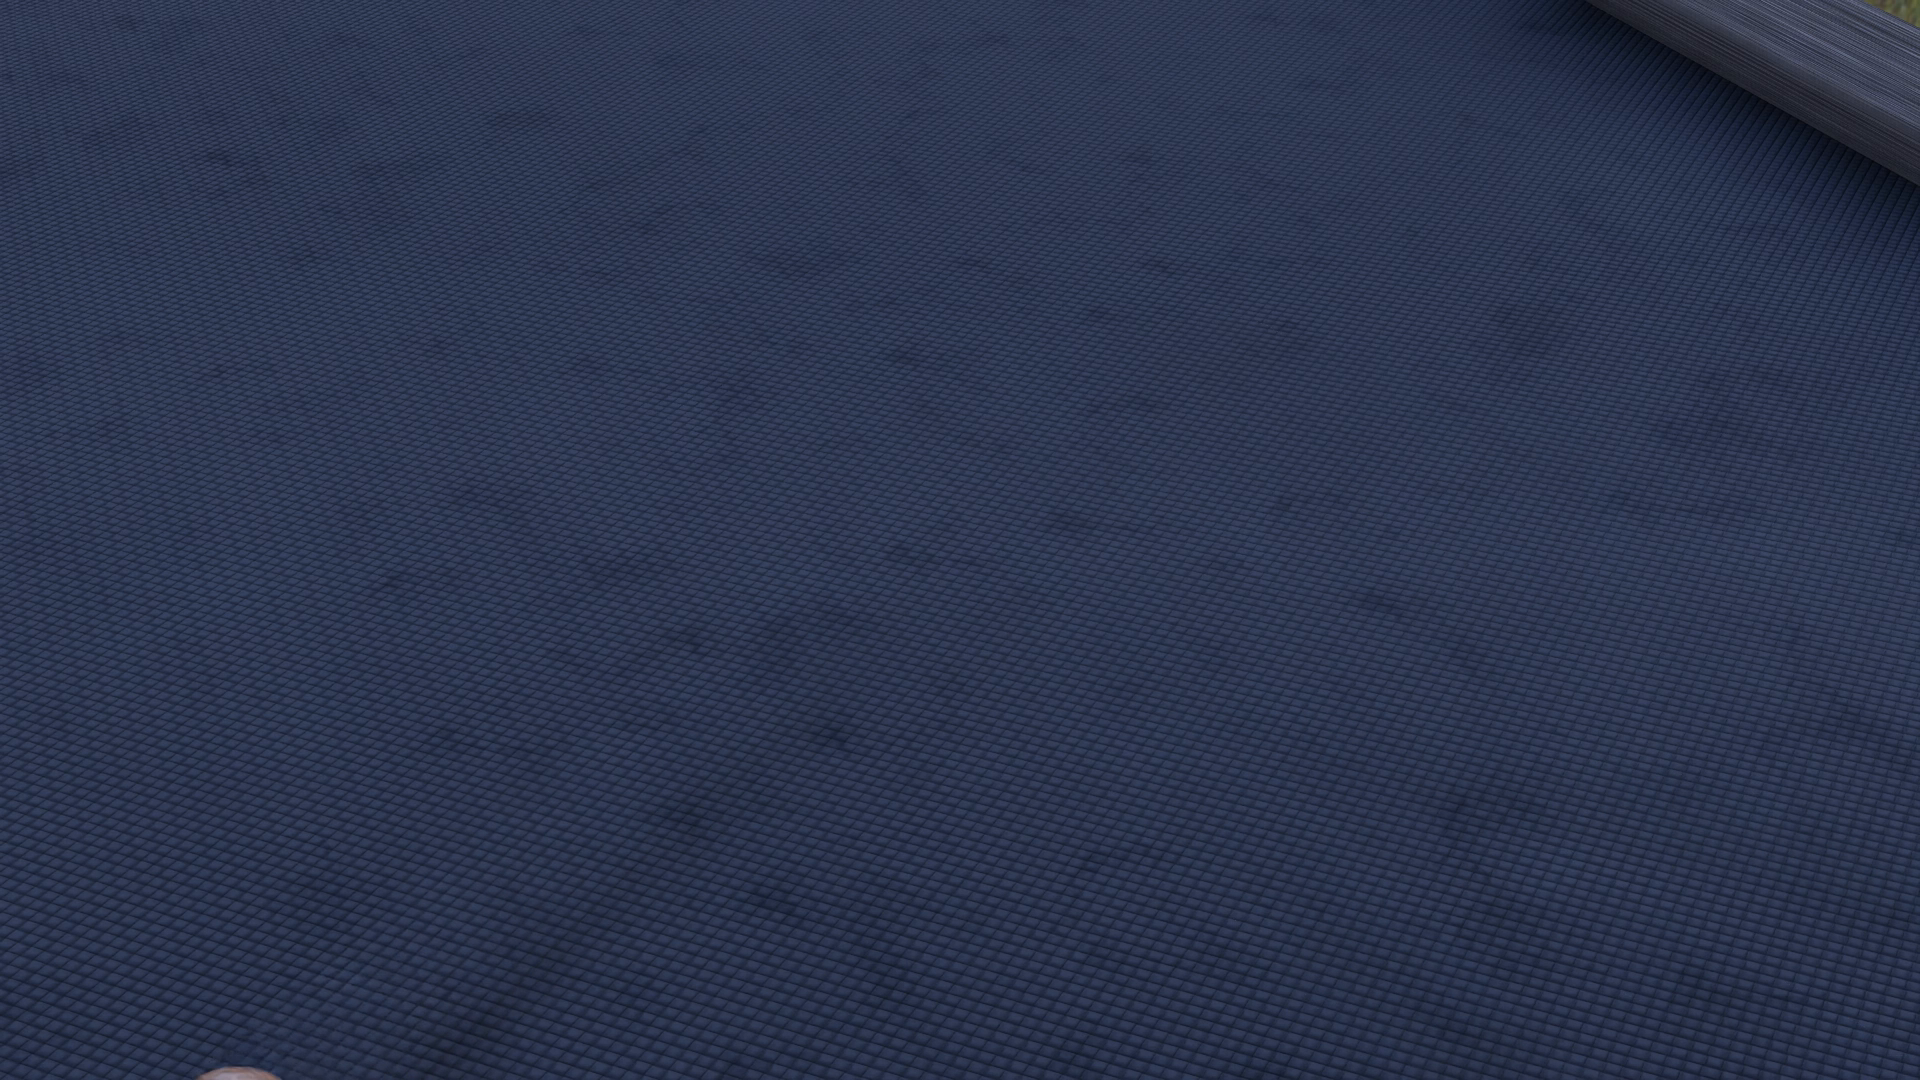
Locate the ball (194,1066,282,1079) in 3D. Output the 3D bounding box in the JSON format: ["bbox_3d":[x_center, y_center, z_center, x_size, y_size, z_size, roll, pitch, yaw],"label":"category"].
[{"bbox_3d":[-0.332,0.276,1.345,0.069,0.069,0.069,0,28,0],"label":"ball"}]

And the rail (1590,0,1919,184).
[{"bbox_3d":[0.629,-0.582,2.907,0.045,0.128,3.587,-9,29,-17],"label":"rail"}]
